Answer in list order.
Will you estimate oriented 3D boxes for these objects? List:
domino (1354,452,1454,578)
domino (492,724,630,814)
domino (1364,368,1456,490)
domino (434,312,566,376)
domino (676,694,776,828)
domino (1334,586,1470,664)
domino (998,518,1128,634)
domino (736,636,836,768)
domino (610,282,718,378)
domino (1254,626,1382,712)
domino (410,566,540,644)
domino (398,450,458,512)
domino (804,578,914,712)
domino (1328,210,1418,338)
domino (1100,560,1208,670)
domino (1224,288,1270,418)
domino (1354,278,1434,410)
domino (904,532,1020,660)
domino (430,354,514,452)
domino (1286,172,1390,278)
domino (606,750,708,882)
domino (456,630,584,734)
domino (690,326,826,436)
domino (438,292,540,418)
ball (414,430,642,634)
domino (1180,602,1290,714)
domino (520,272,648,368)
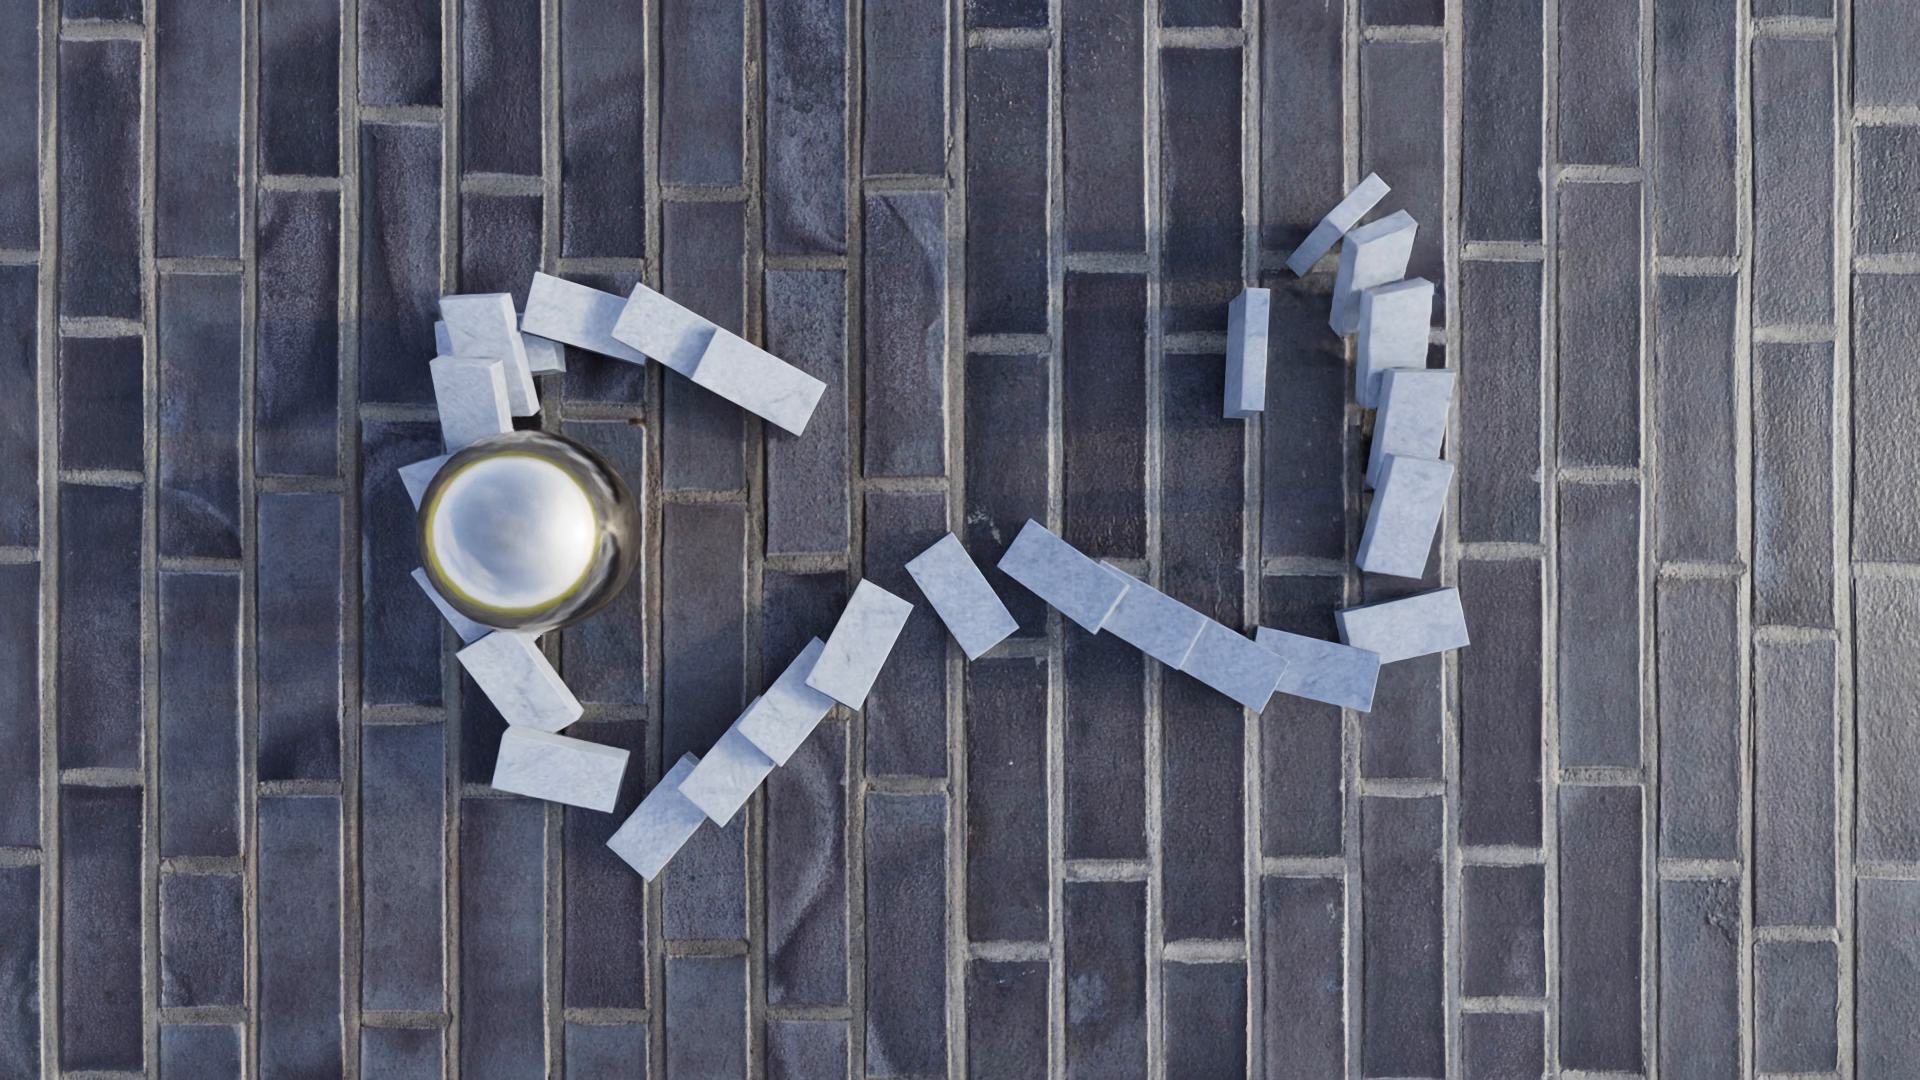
[{"bbox_3d":[0.188,-0.010,0.388,0.025,0.010,0.050,8,107,0],"label":"domino"},{"bbox_3d":[-0.169,0.097,0.389,0.050,0.010,0.025,15,100,-9],"label":"domino"},{"bbox_3d":[0.189,-0.047,0.387,0.025,0.009,0.050,1,110,0],"label":"domino"},{"bbox_3d":[-0.198,-0.083,0.395,0.050,0.009,0.025,-6,90,0],"label":"domino"},{"bbox_3d":[-0.093,0.093,0.389,0.025,0.010,0.050,40,76,0],"label":"domino"},{"bbox_3d":[0.190,0.038,0.395,0.050,0.010,0.025,-12,90,0],"label":"domino"},{"bbox_3d":[0.043,0.015,0.389,0.050,0.010,0.025,35,91,15],"label":"domino"},{"bbox_3d":[-0.069,0.068,0.389,0.025,0.010,0.050,40,74,0],"label":"domino"},{"bbox_3d":[-0.119,-0.085,0.389,0.050,0.010,0.025,27,90,-15],"label":"domino"},{"bbox_3d":[0.149,0.054,0.389,0.050,0.009,0.025,12,90,14],"label":"domino"},{"bbox_3d":[-0.204,0.027,0.389,0.025,0.010,0.050,-30,106,0],"label":"domino"},{"bbox_3d":[-0.213,-0.011,0.388,0.025,0.009,0.050,-15,107,0],"label":"domino"},{"bbox_3d":[-0.043,0.044,0.388,0.025,0.010,0.050,28,74,-2],"label":"domino"},{"bbox_3d":[0.169,-0.108,0.377,0.025,0.050,0.010,-22,56,0],"label":"domino"},{"bbox_3d":[0.076,0.032,0.389,0.050,0.009,0.025,30,90,15],"label":"domino"},{"bbox_3d":[0.121,-0.078,0.388,0.009,0.025,0.050,3,90,0],"label":"domino"},{"bbox_3d":[0.181,-0.081,0.383,0.025,0.009,0.050,-12,122,0],"label":"domino"},{"bbox_3d":[0.001,0.024,0.395,0.025,0.010,0.050,-35,90,0],"label":"domino"},{"bbox_3d":[-0.203,-0.051,0.384,0.025,0.009,0.050,5,118,0],"label":"domino"},{"bbox_3d":[0.153,-0.127,0.375,0.025,0.050,0.010,-43,86,0],"label":"domino"},{"bbox_3d":[-0.125,0.119,0.395,0.025,0.010,0.050,41,90,0],"label":"domino"},{"bbox_3d":[-0.186,0.061,0.389,0.025,0.009,0.050,-30,105,0],"label":"domino"},{"bbox_3d":[-0.085,-0.067,0.389,0.050,0.009,0.025,27,90,-15],"label":"domino"},{"bbox_3d":[-0.196,-0.076,0.382,0.025,0.009,0.050,-3,118,-2],"label":"domino"},{"bbox_3d":[-0.168,-0.003,0.360,0.080,0.080,0.080,0,90,0],"label":"ball"},{"bbox_3d":[0.110,0.050,0.389,0.050,0.009,0.025,29,90,15],"label":"domino"},{"bbox_3d":[-0.156,-0.093,0.389,0.050,0.009,0.025,15,90,-14],"label":"domino"}]
